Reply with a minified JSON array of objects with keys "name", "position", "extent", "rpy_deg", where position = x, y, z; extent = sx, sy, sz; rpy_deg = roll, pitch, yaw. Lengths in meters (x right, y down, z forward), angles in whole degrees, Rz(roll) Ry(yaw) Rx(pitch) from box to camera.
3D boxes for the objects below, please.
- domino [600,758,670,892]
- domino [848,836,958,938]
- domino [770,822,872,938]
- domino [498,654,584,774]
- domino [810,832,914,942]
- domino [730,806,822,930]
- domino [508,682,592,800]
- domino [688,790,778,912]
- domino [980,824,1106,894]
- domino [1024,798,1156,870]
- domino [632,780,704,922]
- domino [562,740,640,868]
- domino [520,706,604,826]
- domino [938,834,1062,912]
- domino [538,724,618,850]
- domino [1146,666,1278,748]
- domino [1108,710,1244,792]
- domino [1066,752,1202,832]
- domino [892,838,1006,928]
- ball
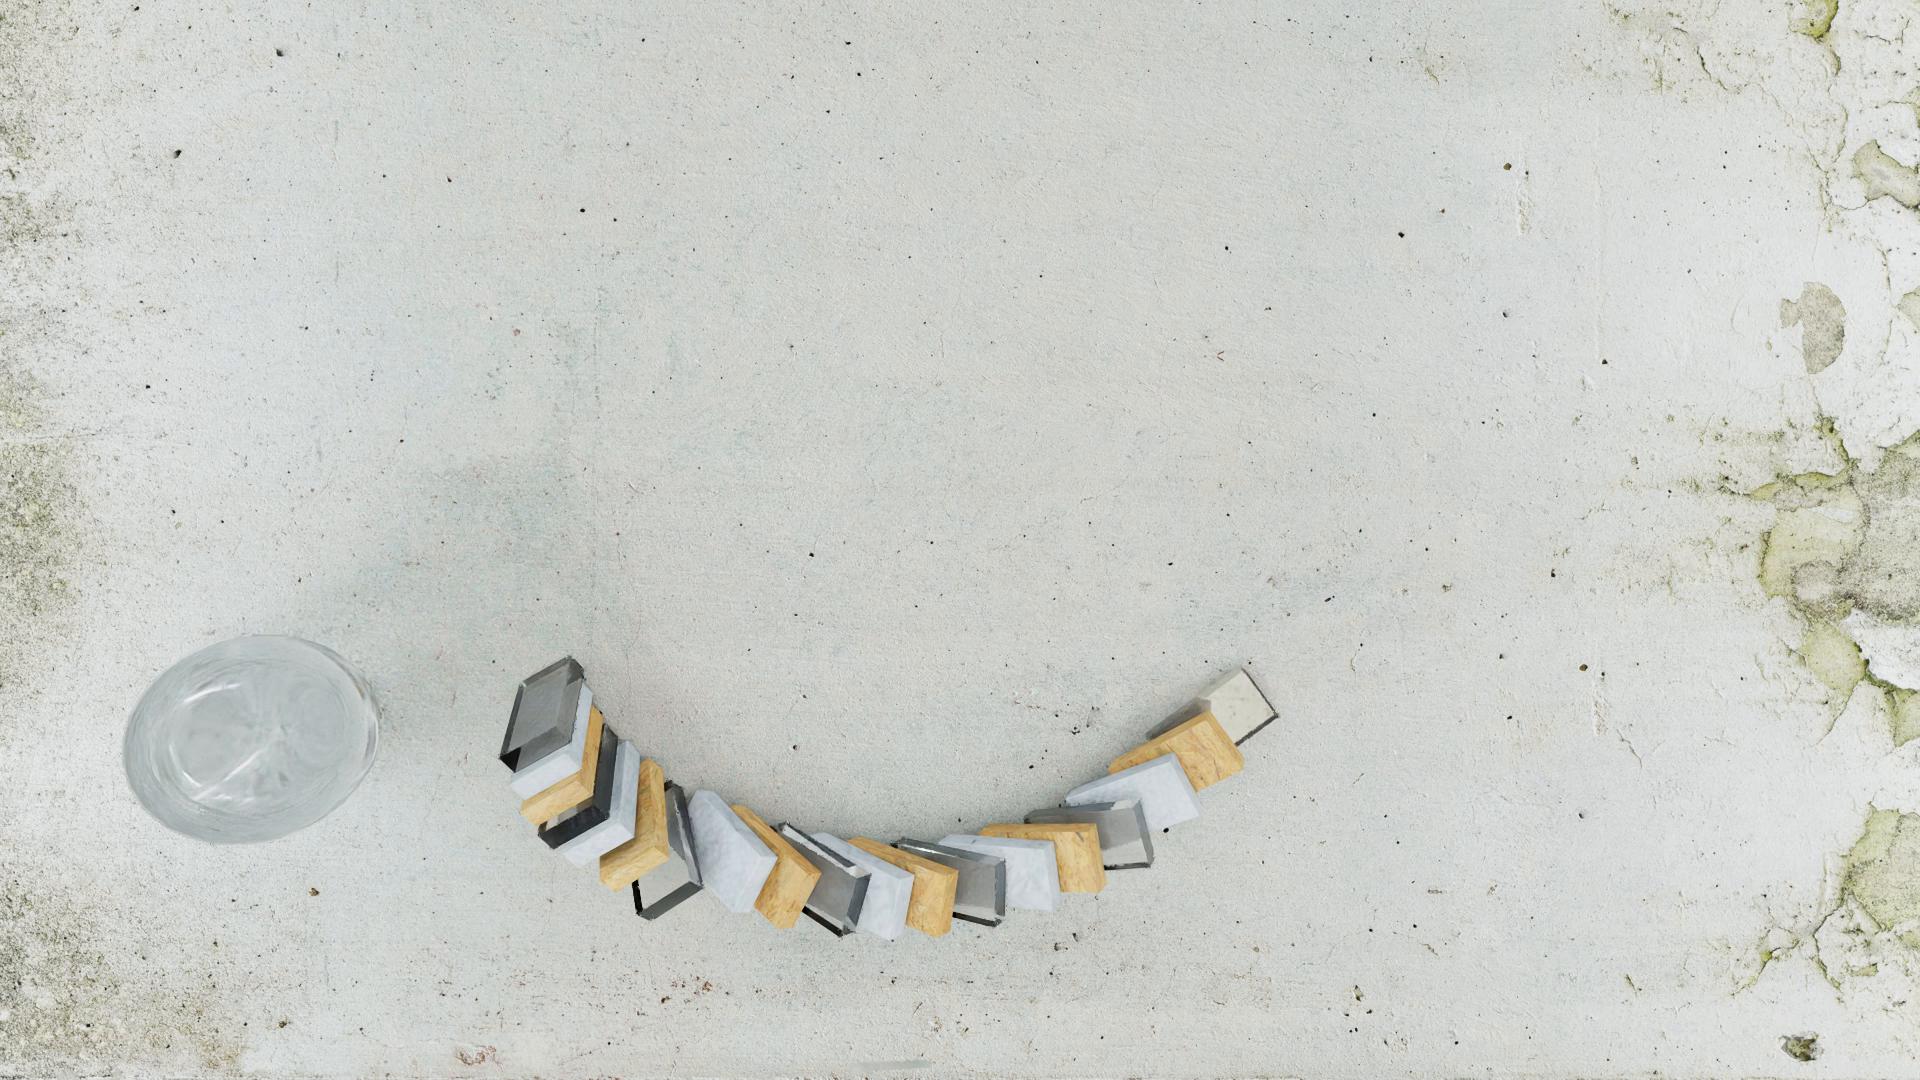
[{"name":"domino","position":[-0.135,0.116,0.377],"extent":[0.025,0.050,0.010],"rpy_deg":[-32,126,0]},{"name":"domino","position":[-0.026,0.144,0.383],"extent":[0.050,0.009,0.025],"rpy_deg":[8,90,30]},{"name":"domino","position":[-0.062,0.141,0.382],"extent":[0.050,0.009,0.025],"rpy_deg":[18,93,33]},{"name":"domino","position":[-0.171,0.070,0.376],"extent":[0.025,0.050,0.010],"rpy_deg":[-29,121,0]},{"name":"domino","position":[-0.044,0.143,0.382],"extent":[0.050,0.009,0.025],"rpy_deg":[12,92,33]},{"name":"domino","position":[-0.083,0.136,0.383],"extent":[0.050,0.009,0.025],"rpy_deg":[28,90,32]},{"name":"domino","position":[-0.167,0.081,0.376],"extent":[0.025,0.050,0.010],"rpy_deg":[-29,121,0]},{"name":"domino","position":[-0.099,0.128,0.381],"extent":[0.050,0.010,0.025],"rpy_deg":[28,90,39]},{"name":"domino","position":[0.034,0.133,0.384],"extent":[0.050,0.010,0.025],"rpy_deg":[-10,90,29]},{"name":"domino","position":[0.054,0.125,0.384],"extent":[0.050,0.010,0.025],"rpy_deg":[-15,90,28]},{"name":"domino","position":[-0.124,0.127,0.379],"extent":[0.025,0.010,0.050],"rpy_deg":[-32,46,0]},{"name":"domino","position":[-0.146,0.107,0.376],"extent":[0.025,0.050,0.009],"rpy_deg":[-29,121,0]},{"name":"domino","position":[-0.162,0.091,0.376],"extent":[0.025,0.050,0.009],"rpy_deg":[-29,121,0]},{"name":"domino","position":[0.016,0.138,0.383],"extent":[0.050,0.009,0.025],"rpy_deg":[-7,92,30]},{"name":"domino","position":[-0.156,0.100,0.376],"extent":[0.025,0.050,0.010],"rpy_deg":[-29,121,0]},{"name":"domino","position":[0.109,0.080,0.395],"extent":[0.050,0.010,0.025],"rpy_deg":[-36,90,0]},{"name":"domino","position":[0.090,0.094,0.384],"extent":[0.050,0.010,0.025],"rpy_deg":[-36,90,26]},{"name":"domino","position":[0.073,0.110,0.385],"extent":[0.050,0.010,0.025],"rpy_deg":[-28,90,26]},{"name":"domino","position":[-0.005,0.143,0.384],"extent":[0.050,0.010,0.025],"rpy_deg":[1,90,30]},{"name":"ball","position":[-0.275,0.077,0.360],"extent":[0.080,0.080,0.080],"rpy_deg":[0,90,0]}]
